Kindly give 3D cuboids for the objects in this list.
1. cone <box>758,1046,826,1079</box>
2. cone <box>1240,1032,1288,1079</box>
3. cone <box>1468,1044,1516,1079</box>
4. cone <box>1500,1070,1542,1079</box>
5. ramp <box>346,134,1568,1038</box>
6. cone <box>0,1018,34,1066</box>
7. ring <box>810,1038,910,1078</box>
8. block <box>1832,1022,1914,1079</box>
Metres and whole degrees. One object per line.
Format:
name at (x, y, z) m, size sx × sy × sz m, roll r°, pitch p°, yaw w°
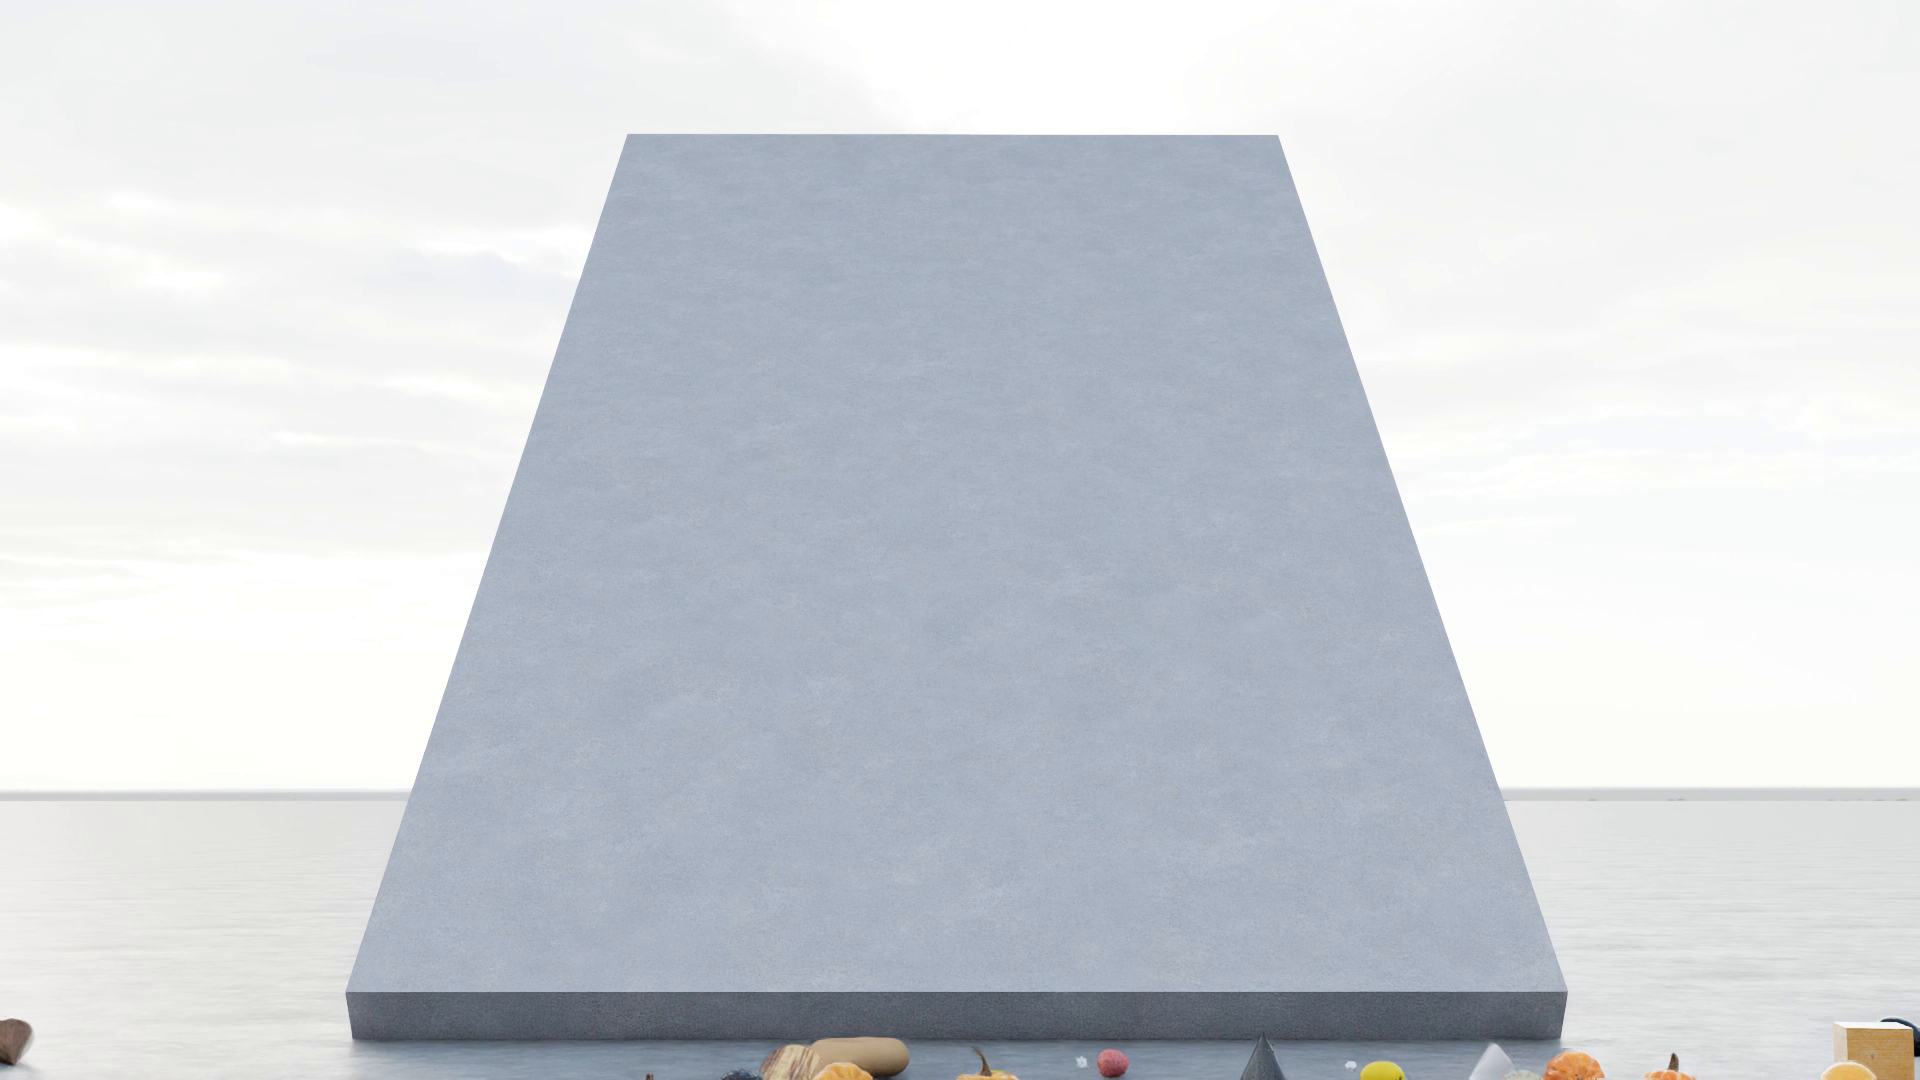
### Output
cone at (-0.213, 0.715, 3.134) m, size 0.088 × 0.088 × 0.088 m, roll 0°, pitch -33°, yaw 4°
cone at (0.398, 0.690, 3.157) m, size 0.094 × 0.094 × 0.094 m, roll 0°, pitch -6°, yaw 0°
cone at (0.662, 0.708, 3.079) m, size 0.095 × 0.095 × 0.095 m, roll -26°, pitch -3°, yaw -8°
cone at (0.690, 0.691, 2.898) m, size 0.082 × 0.082 × 0.082 m, roll -6°, pitch -35°, yaw 47°
ramp at (-0.013, -0.211, 5.705) m, size 2.000 × 0.100 × 4.000 m, roll 0°, pitch 30°, yaw 0°
cone at (-1.424, 0.770, 3.624) m, size 0.072 × 0.072 × 0.072 m, roll 3°, pitch 20°, yaw -29°
ring at (-0.147, 0.747, 3.481) m, size 0.149 × 0.050 × 0.149 m, roll -1°, pitch -7°, yaw 0°
block at (1.253, 0.710, 3.310) m, size 0.087 × 0.087 × 0.087 m, roll -1°, pitch -6°, yaw 8°
